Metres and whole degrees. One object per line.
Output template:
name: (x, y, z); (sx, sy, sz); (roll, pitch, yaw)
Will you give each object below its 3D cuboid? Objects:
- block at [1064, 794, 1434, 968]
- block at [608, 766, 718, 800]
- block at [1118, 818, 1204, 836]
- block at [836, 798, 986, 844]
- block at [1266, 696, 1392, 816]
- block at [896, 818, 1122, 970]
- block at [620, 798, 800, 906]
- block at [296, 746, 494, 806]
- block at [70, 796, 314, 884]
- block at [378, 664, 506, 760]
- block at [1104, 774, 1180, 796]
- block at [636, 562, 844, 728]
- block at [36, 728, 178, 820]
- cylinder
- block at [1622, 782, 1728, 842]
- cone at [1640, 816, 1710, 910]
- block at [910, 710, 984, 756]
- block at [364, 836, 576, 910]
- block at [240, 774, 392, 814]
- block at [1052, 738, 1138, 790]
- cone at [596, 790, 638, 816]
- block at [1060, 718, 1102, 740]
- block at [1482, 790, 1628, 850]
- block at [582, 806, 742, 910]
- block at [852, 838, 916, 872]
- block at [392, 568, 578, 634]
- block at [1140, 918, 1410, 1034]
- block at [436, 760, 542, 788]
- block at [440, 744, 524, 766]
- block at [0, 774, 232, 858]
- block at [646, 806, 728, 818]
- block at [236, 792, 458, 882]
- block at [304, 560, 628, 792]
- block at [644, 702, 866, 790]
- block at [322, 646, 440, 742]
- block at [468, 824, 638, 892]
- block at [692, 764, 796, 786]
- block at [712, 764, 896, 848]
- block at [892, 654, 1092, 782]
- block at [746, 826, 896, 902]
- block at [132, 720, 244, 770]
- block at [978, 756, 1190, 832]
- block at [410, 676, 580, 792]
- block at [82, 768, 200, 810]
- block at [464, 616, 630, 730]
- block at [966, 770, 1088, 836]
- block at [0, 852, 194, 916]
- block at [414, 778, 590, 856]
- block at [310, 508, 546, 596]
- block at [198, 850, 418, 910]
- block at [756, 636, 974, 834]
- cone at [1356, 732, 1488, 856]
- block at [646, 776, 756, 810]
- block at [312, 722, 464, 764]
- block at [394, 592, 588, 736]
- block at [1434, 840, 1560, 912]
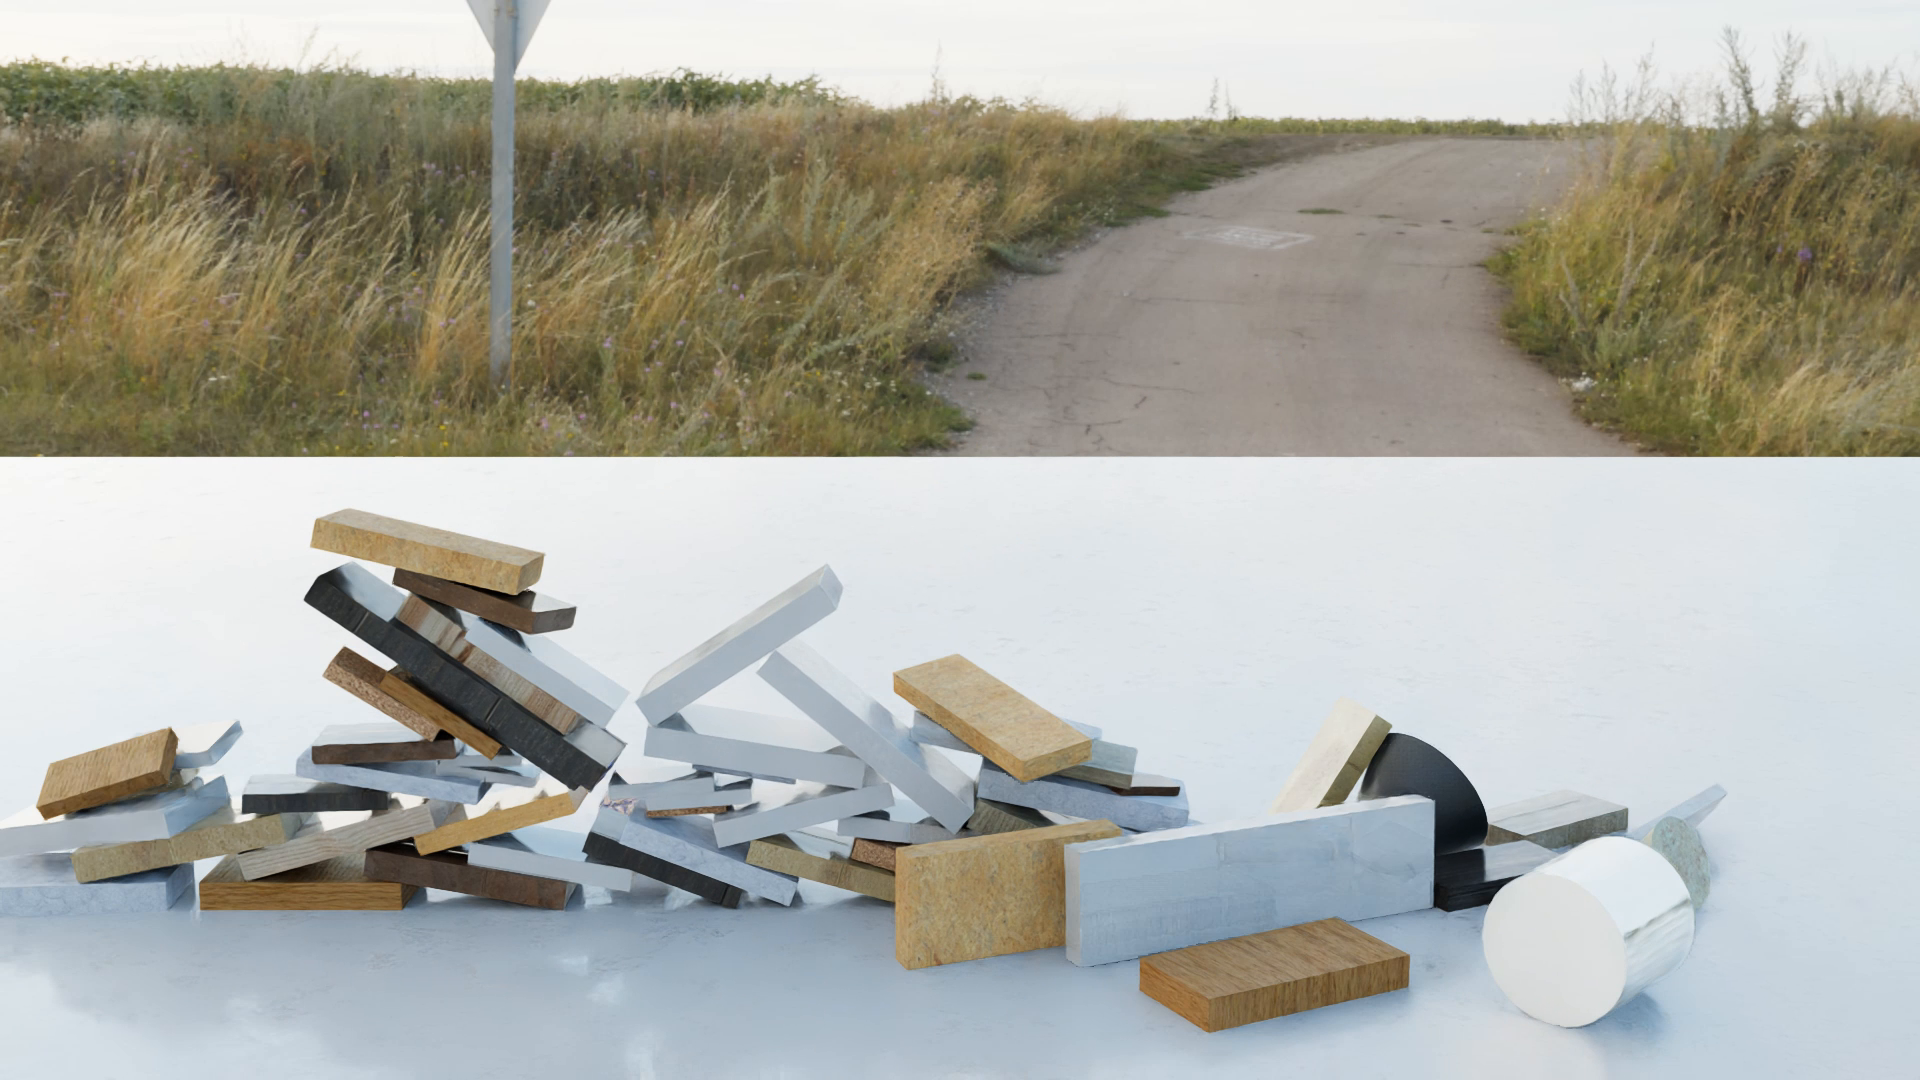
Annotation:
block: (0.467, 0.533, 3.477); (0.647, 0.180, 0.051); (-5, 9, -24)
block: (-0.487, 0.397, 3.616); (0.171, 0.024, 0.086); (-4, 10, -1)
block: (0.397, 0.517, 3.666); (0.343, 0.049, 0.171); (16, 10, -2)
block: (-0.078, 0.469, 3.657); (0.244, 0.035, 0.122); (6, 11, 0)
block: (0.644, 0.419, 3.888); (0.040, 0.282, 0.141); (32, 1, -18)
block: (0.076, 0.547, 3.406); (0.359, 0.180, 0.051); (-5, 13, -23)
block: (-0.409, 0.513, 3.649); (0.295, 0.042, 0.148); (21, 10, -4)
block: (-0.931, 0.383, 3.634); (0.299, 0.032, 0.114); (9, 11, 0)
block: (-1.268, 0.485, 3.648); (0.348, 0.049, 0.174); (-11, 11, 1)
block: (-0.836, 0.275, 3.593); (0.216, 0.031, 0.108); (34, 8, -4)
block: (0.298, 0.404, 3.626); (0.118, 0.017, 0.059); (4, 13, -33)
block: (-0.358, 0.170, 3.600); (0.356, 0.050, 0.178); (-33, 8, 6)
block: (-1.404, 0.384, 3.625); (0.216, 0.031, 0.108); (-17, 36, 4)
cylinder: (0.913, 0.565, 3.195); (0.222, 0.222, 0.222); (9, 14, 41)
block: (1.191, 0.518, 3.804); (0.512, 0.095, 0.027); (-12, 52, -48)
cone: (1.137, 0.555, 3.667); (0.155, 0.155, 0.155); (-10, -12, -42)
block: (0.013, 0.329, 3.682); (0.191, 0.027, 0.095); (12, 10, -3)
block: (-0.806, 0.539, 3.662); (0.329, 0.047, 0.165); (10, 10, -1)
block: (-1.056, 0.415, 3.621); (0.229, 0.032, 0.114); (0, 10, -9)
block: (0.192, 0.356, 3.608); (0.191, 0.027, 0.095); (12, 24, 5)
cone: (-0.535, 0.509, 3.909); (0.160, 0.160, 0.160); (26, -9, -41)
block: (0.146, 0.320, 3.746); (0.191, 0.027, 0.095); (15, 9, 3)
block: (1.062, 0.511, 3.984); (0.282, 0.040, 0.141); (-7, 13, -35)
block: (-0.484, 0.526, 3.649); (0.267, 0.038, 0.134); (21, 10, -4)
block: (-0.057, 0.530, 3.663); (0.244, 0.035, 0.122); (17, 10, -3)
block: (-0.769, 0.090, 3.560); (0.265, 0.037, 0.132); (18, 8, 18)
block: (0.466, 0.641, 3.257); (0.359, 0.051, 0.180); (-6, 12, -28)
block: (-0.779, 0.381, 3.636); (0.162, 0.018, 0.065); (8, 11, -4)
block: (-0.787, 0.354, 3.624); (0.130, 0.018, 0.065); (1, 12, -6)
block: (-1.420, 0.460, 3.671); (0.348, 0.049, 0.174); (-8, 11, 17)
block: (-0.448, 0.436, 3.639); (0.131, 0.018, 0.065); (-4, 10, 1)
block: (-1.012, 0.476, 3.653); (0.329, 0.047, 0.165); (-15, 10, 5)
block: (-0.799, 0.218, 3.578); (0.548, 0.048, 0.168); (34, 8, -2)
block: (-0.332, 0.336, 3.637); (0.356, 0.050, 0.178); (9, 10, -2)
block: (-0.931, 0.249, 3.579); (0.203, 0.029, 0.102); (33, 8, -10)
block: (-0.668, 0.522, 3.652); (0.267, 0.038, 0.134); (10, 10, -1)
block: (-0.353, 0.370, 3.644); (0.171, 0.024, 0.086); (9, 10, -1)
block: (-0.257, 0.434, 3.640); (0.295, 0.042, 0.148); (-13, 10, -1)
block: (0.048, 0.290, 3.650); (0.132, 0.037, 0.399); (-15, 26, -29)
block: (-0.201, 0.532, 3.657); (0.295, 0.042, 0.148); (15, 10, -2)
block: (-1.321, 0.352, 3.701); (0.203, 0.029, 0.102); (-9, 24, 17)
block: (0.204, 0.413, 3.657); (0.343, 0.049, 0.171); (11, 10, 0)
block: (-0.744, 0.298, 3.607); (0.321, 0.031, 0.108); (34, 8, -1)
block: (-1.394, 0.409, 3.695); (0.203, 0.029, 0.102); (-12, 11, -2)
block: (-0.664, 0.203, 3.554); (0.265, 0.037, 0.132); (34, 8, -4)
block: (0.177, 0.498, 3.659); (0.343, 0.049, 0.171); (24, 10, -4)
block: (-1.473, 0.568, 3.651); (0.348, 0.049, 0.174); (-1, 11, -5)
block: (-0.756, 0.449, 3.638); (0.267, 0.038, 0.134); (-16, 10, 4)
block: (-0.861, 0.017, 3.572); (0.337, 0.048, 0.168); (13, 7, 1)
block: (-1.076, 0.567, 3.667); (0.329, 0.047, 0.165); (0, 11, 0)
block: (-0.151, 0.310, 3.615); (0.415, 0.050, 0.178); (40, 8, -6)
cone: (0.726, 0.510, 3.785); (0.256, 0.256, 0.256); (-37, 29, -27)
block: (-0.426, 0.416, 3.624); (0.171, 0.024, 0.086); (-4, 10, -1)
block: (-0.935, 0.331, 3.612); (0.229, 0.032, 0.114); (-2, 12, -3)
block: (-0.748, 0.190, 3.604); (0.337, 0.048, 0.168); (35, 8, 2)
block: (0.889, 0.564, 3.701); (0.282, 0.040, 0.141); (-5, 12, -26)
